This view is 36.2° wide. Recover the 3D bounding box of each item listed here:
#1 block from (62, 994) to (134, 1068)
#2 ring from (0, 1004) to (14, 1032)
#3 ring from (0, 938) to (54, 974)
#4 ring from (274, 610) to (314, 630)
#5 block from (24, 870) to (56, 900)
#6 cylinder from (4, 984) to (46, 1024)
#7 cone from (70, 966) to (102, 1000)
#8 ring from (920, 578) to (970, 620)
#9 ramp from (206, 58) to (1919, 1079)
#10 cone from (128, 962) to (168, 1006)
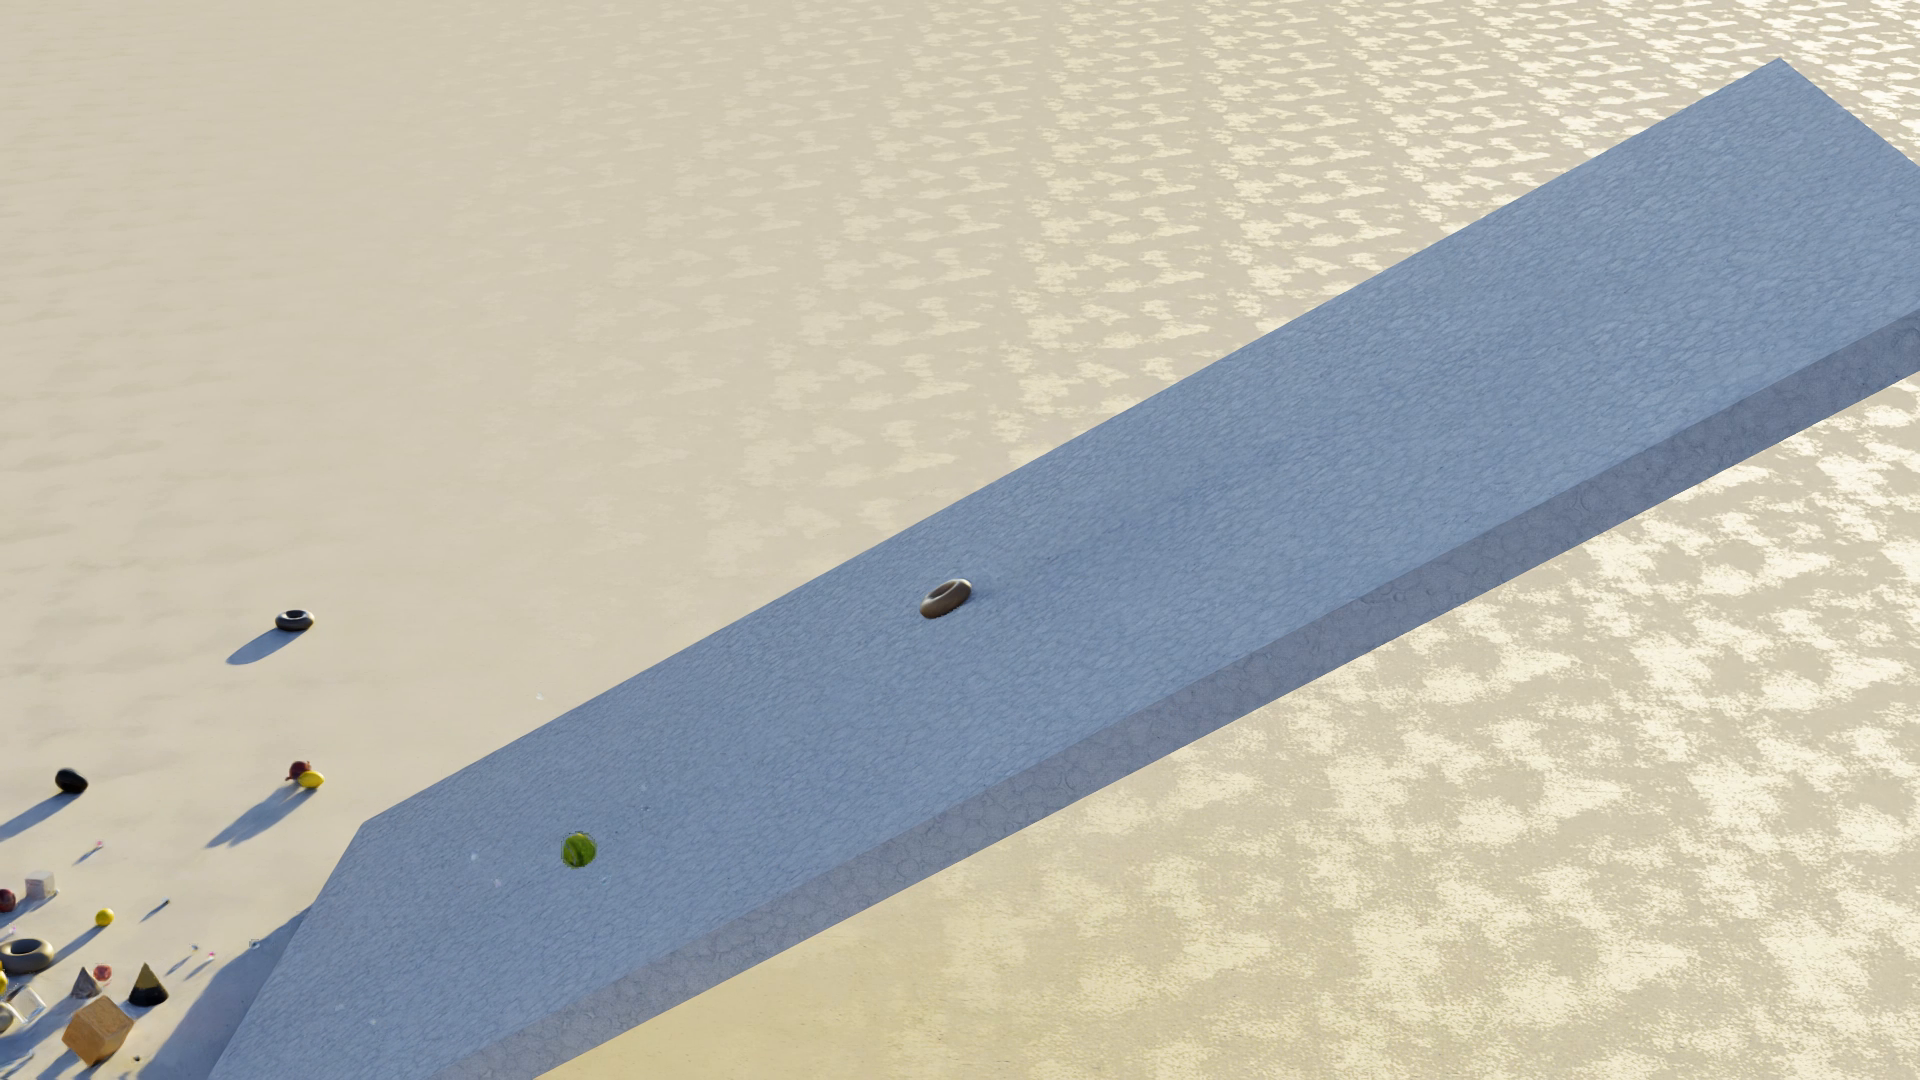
[{"bbox_3d":[-1.935,1.102,6.601,0.095,0.095,0.095,40,30,9],"label":"block"},{"bbox_3d":[-2.230,1.100,6.758,0.112,0.037,0.112,0,20,0],"label":"ring"},{"bbox_3d":[-2.245,0.997,7.049,0.141,0.047,0.141,-1,17,0],"label":"ring"},{"bbox_3d":[-2.097,0.253,9.269,0.122,0.041,0.122,1,19,0],"label":"ring"},{"bbox_3d":[-2.320,0.869,7.420,0.052,0.052,0.052,4,19,12],"label":"block"},{"bbox_3d":[-2.150,1.067,6.765,0.066,0.066,0.066,45,32,9],"label":"cylinder"},{"bbox_3d":[-2.057,1.030,6.910,0.071,0.071,0.071,0,19,0],"label":"cone"},{"bbox_3d":[-0.033,0.130,6.480,0.127,0.042,0.127,-30,13,8],"label":"ring"},{"bbox_3d":[0.142,0.168,6.285,4.000,0.100,2.000,-28,15,12],"label":"ramp"},{"bbox_3d":[-1.903,1.028,6.882,0.094,0.094,0.094,0,19,0],"label":"cone"}]
